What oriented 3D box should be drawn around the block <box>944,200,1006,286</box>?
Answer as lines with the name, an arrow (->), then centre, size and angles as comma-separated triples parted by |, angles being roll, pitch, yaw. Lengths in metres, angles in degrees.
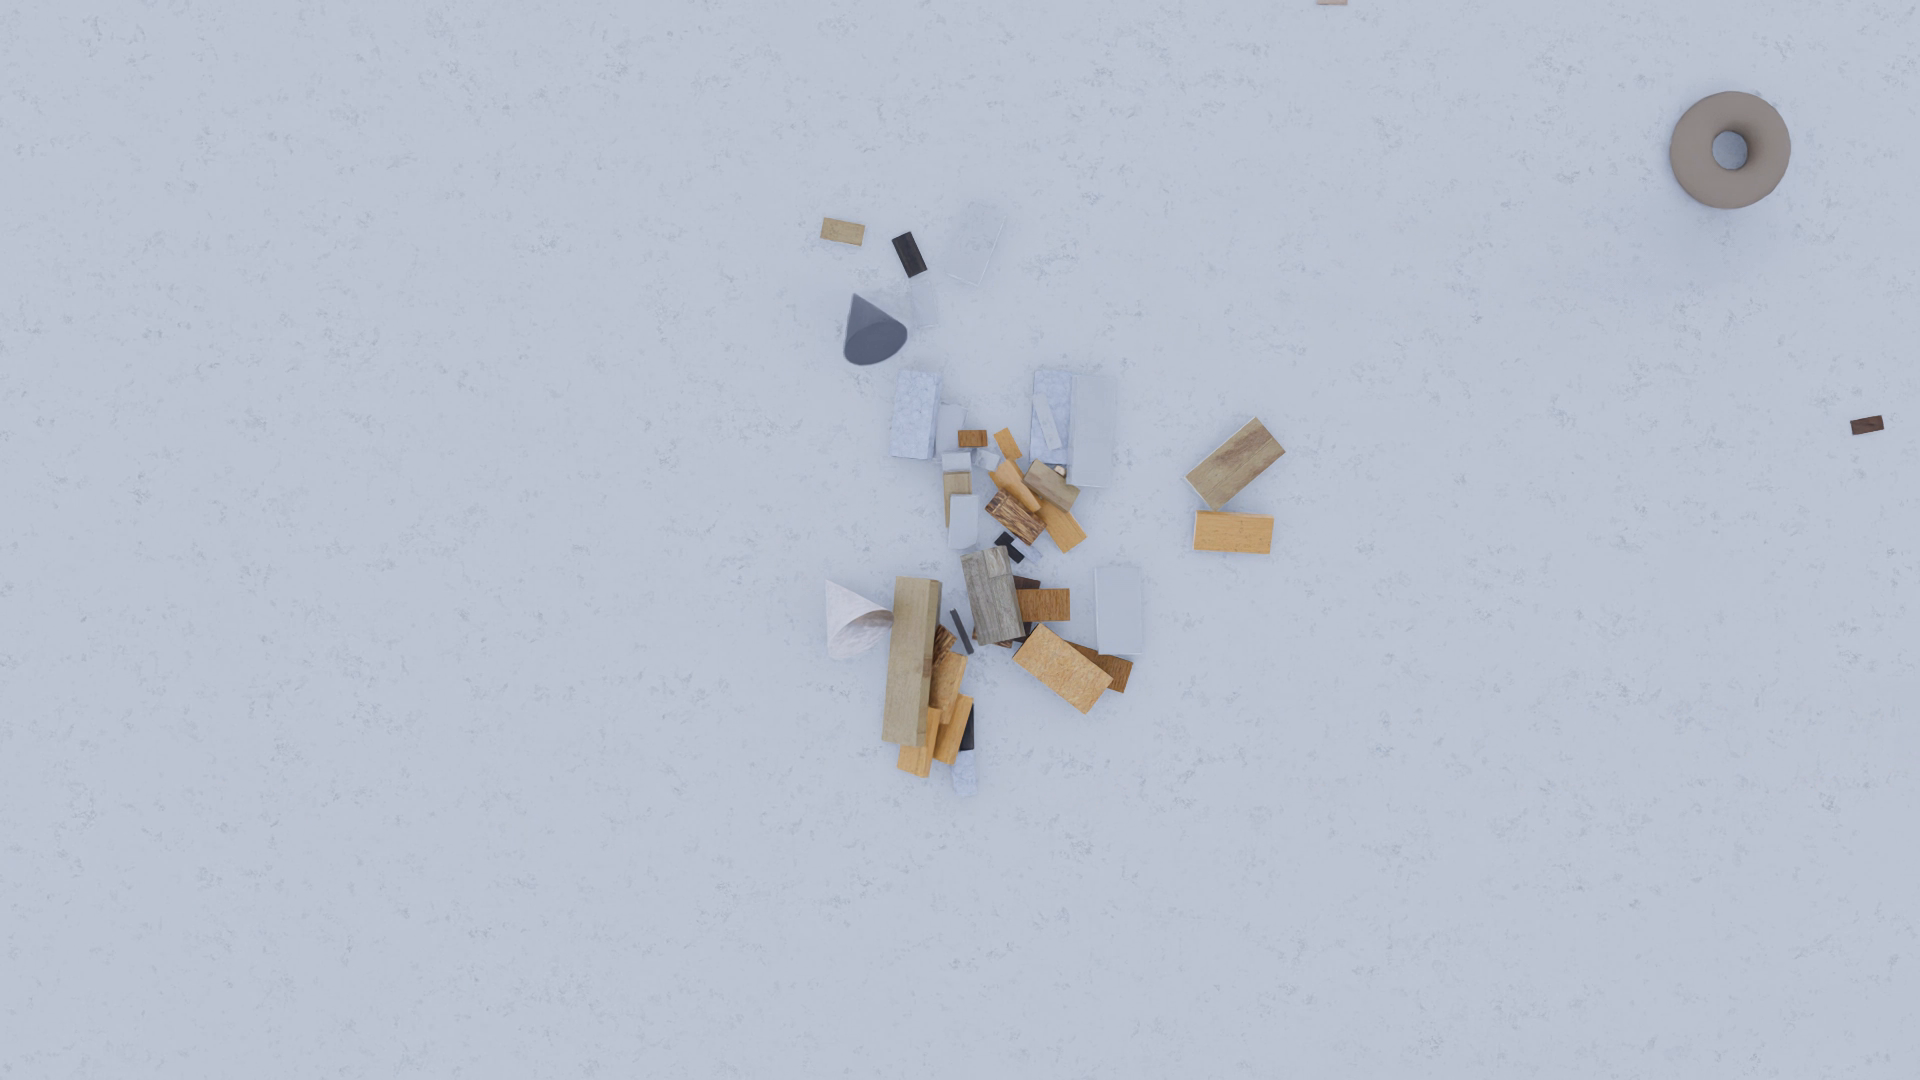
block -> 0.048, -0.986, 5.482 | 0.126, 0.036, 0.253 | 21, 90, 0

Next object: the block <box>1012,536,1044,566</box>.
block -> 0.223, 0.032, 5.474 | 0.108, 0.054, 0.015 | 41, 126, 0

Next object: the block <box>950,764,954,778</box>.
block -> 0.005, 0.716, 5.489 | 0.074, 0.021, 0.149 | -2, 90, 0

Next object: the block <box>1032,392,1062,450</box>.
block -> 0.286, -0.392, 5.450 | 0.047, 0.013, 0.191 | -18, 90, 0

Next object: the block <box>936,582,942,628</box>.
block -> -0.102, 0.215, 5.489 | 0.079, 0.022, 0.157 | 4, 90, 0

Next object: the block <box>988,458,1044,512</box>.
block -> 0.186, -0.168, 5.460 | 0.097, 0.027, 0.194 | -35, 89, 35

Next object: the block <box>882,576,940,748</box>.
block -> -0.164, 0.397, 5.435 | 0.153, 0.043, 0.549 | 5, 90, 40

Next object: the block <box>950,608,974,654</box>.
block -> 0.007, 0.302, 5.461 | 0.022, 0.079, 0.158 | -23, 90, 0

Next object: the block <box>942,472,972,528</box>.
block -> -0.006, -0.133, 5.452 | 0.092, 0.026, 0.185 | -3, 111, 0

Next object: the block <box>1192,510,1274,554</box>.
block -> 0.904, -0.026, 5.461 | 0.253, 0.036, 0.126 | 3, 111, 0

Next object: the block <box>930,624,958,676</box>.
block -> -0.082, 0.364, 5.458 | 0.079, 0.022, 0.158 | 41, 99, 36

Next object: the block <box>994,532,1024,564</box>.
block -> 0.171, 0.025, 5.492 | 0.108, 0.015, 0.054 | 41, 90, 0

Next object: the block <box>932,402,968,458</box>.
block -> -0.045, -0.357, 5.487 | 0.093, 0.026, 0.186 | 18, 90, 0

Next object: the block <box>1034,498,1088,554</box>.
block -> 0.328, -0.061, 5.476 | 0.097, 0.027, 0.194 | -36, 90, 13

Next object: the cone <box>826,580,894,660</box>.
cone -> -0.385, 0.219, 5.445 | 0.247, 0.247, 0.247 | -35, 63, 0

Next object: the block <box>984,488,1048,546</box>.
block -> 0.184, -0.076, 5.459 | 0.196, 0.027, 0.097 | 40, 126, 1

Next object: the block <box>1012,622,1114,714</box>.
block -> 0.339, 0.424, 5.448 | 0.305, 0.043, 0.153 | 37, 91, 0

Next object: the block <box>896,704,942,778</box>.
block -> -0.136, 0.655, 5.442 | 0.116, 0.033, 0.231 | 14, 96, 39

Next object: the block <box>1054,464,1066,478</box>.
block -> 0.318, -0.199, 5.479 | 0.047, 0.013, 0.095 | 29, 101, -12

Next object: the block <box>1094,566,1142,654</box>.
block -> 0.525, 0.235, 5.464 | 0.143, 0.041, 0.286 | -1, 85, -2

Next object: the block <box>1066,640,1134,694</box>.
block -> 0.417, 0.412, 5.485 | 0.298, 0.030, 0.107 | 18, 90, 0

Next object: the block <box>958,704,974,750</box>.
block -> 0.009, 0.620, 5.473 | 0.074, 0.021, 0.148 | -1, 77, 0

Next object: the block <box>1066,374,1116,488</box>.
block -> 0.434, -0.359, 5.453 | 0.143, 0.041, 0.360 | 3, 90, -23

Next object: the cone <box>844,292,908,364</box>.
cone -> -0.314, -0.735, 5.450 | 0.222, 0.222, 0.222 | -24, 63, 0

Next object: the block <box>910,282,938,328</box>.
block -> -0.119, -0.781, 5.490 | 0.070, 0.020, 0.140 | -10, 90, 0

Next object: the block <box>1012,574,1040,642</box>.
block -> 0.194, 0.229, 5.485 | 0.107, 0.030, 0.213 | 12, 90, 1

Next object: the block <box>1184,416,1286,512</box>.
block -> 0.912, -0.251, 5.478 | 0.308, 0.044, 0.154 | -40, 90, 0

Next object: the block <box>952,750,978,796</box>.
block -> 0.013, 0.773, 5.468 | 0.074, 0.021, 0.149 | -7, 90, 0

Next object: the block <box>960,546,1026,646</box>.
block -> 0.108, 0.184, 5.435 | 0.153, 0.043, 0.305 | -14, 84, 23

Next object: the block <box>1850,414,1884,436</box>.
block -> 3.022, -0.383, 5.493 | 0.100, 0.014, 0.050 | -11, 90, 0

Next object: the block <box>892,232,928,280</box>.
block -> -0.168, -0.948, 5.490 | 0.070, 0.020, 0.140 | -25, 90, 0

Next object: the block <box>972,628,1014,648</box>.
block -> 0.110, 0.317, 5.465 | 0.139, 0.015, 0.054 | 13, 94, 22

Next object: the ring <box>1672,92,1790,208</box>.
ring -> 2.539, -1.285, 5.437 | 0.386, 0.129, 0.386 | 0, 91, 1

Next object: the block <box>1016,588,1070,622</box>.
block -> 0.256, 0.216, 5.454 | 0.213, 0.030, 0.107 | -1, 90, 1

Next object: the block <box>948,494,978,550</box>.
block -> 0.012, -0.061, 5.453 | 0.092, 0.026, 0.185 | 2, 111, -2

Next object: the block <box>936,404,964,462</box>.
block -> -0.036, -0.353, 5.460 | 0.093, 0.026, 0.186 | -4, 90, 0

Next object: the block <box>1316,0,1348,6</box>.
block -> 1.240, -1.809, 5.493 | 0.100, 0.014, 0.050 | 2, 90, 0

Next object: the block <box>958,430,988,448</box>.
block -> 0.043, -0.336, 5.461 | 0.109, 0.015, 0.054 | -4, 90, -37

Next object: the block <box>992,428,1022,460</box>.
block -> 0.159, -0.315, 5.492 | 0.054, 0.015, 0.109 | -28, 90, 0

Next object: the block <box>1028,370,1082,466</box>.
block -> 0.316, -0.407, 5.478 | 0.154, 0.044, 0.308 | 3, 90, 0

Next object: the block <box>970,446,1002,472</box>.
block -> 0.081, -0.267, 5.467 | 0.109, 0.015, 0.054 | 22, 90, 29

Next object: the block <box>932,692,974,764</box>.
block -> -0.040, 0.614, 5.452 | 0.116, 0.033, 0.231 | 17, 90, 37

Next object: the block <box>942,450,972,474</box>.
block -> -0.008, -0.201, 5.455 | 0.093, 0.026, 0.186 | -4, 110, 0

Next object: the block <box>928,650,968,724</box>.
block -> -0.057, 0.481, 5.450 | 0.116, 0.033, 0.231 | 16, 90, 39

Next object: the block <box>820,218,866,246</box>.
block -> -0.390, -1.025, 5.490 | 0.140, 0.020, 0.070 | 11, 90, 0

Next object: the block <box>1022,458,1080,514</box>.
block -> 0.300, -0.177, 5.437 | 0.185, 0.026, 0.092 | 35, 65, -9

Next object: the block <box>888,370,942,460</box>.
block -> -0.147, -0.413, 5.451 | 0.143, 0.041, 0.286 | 7, 90, 25
